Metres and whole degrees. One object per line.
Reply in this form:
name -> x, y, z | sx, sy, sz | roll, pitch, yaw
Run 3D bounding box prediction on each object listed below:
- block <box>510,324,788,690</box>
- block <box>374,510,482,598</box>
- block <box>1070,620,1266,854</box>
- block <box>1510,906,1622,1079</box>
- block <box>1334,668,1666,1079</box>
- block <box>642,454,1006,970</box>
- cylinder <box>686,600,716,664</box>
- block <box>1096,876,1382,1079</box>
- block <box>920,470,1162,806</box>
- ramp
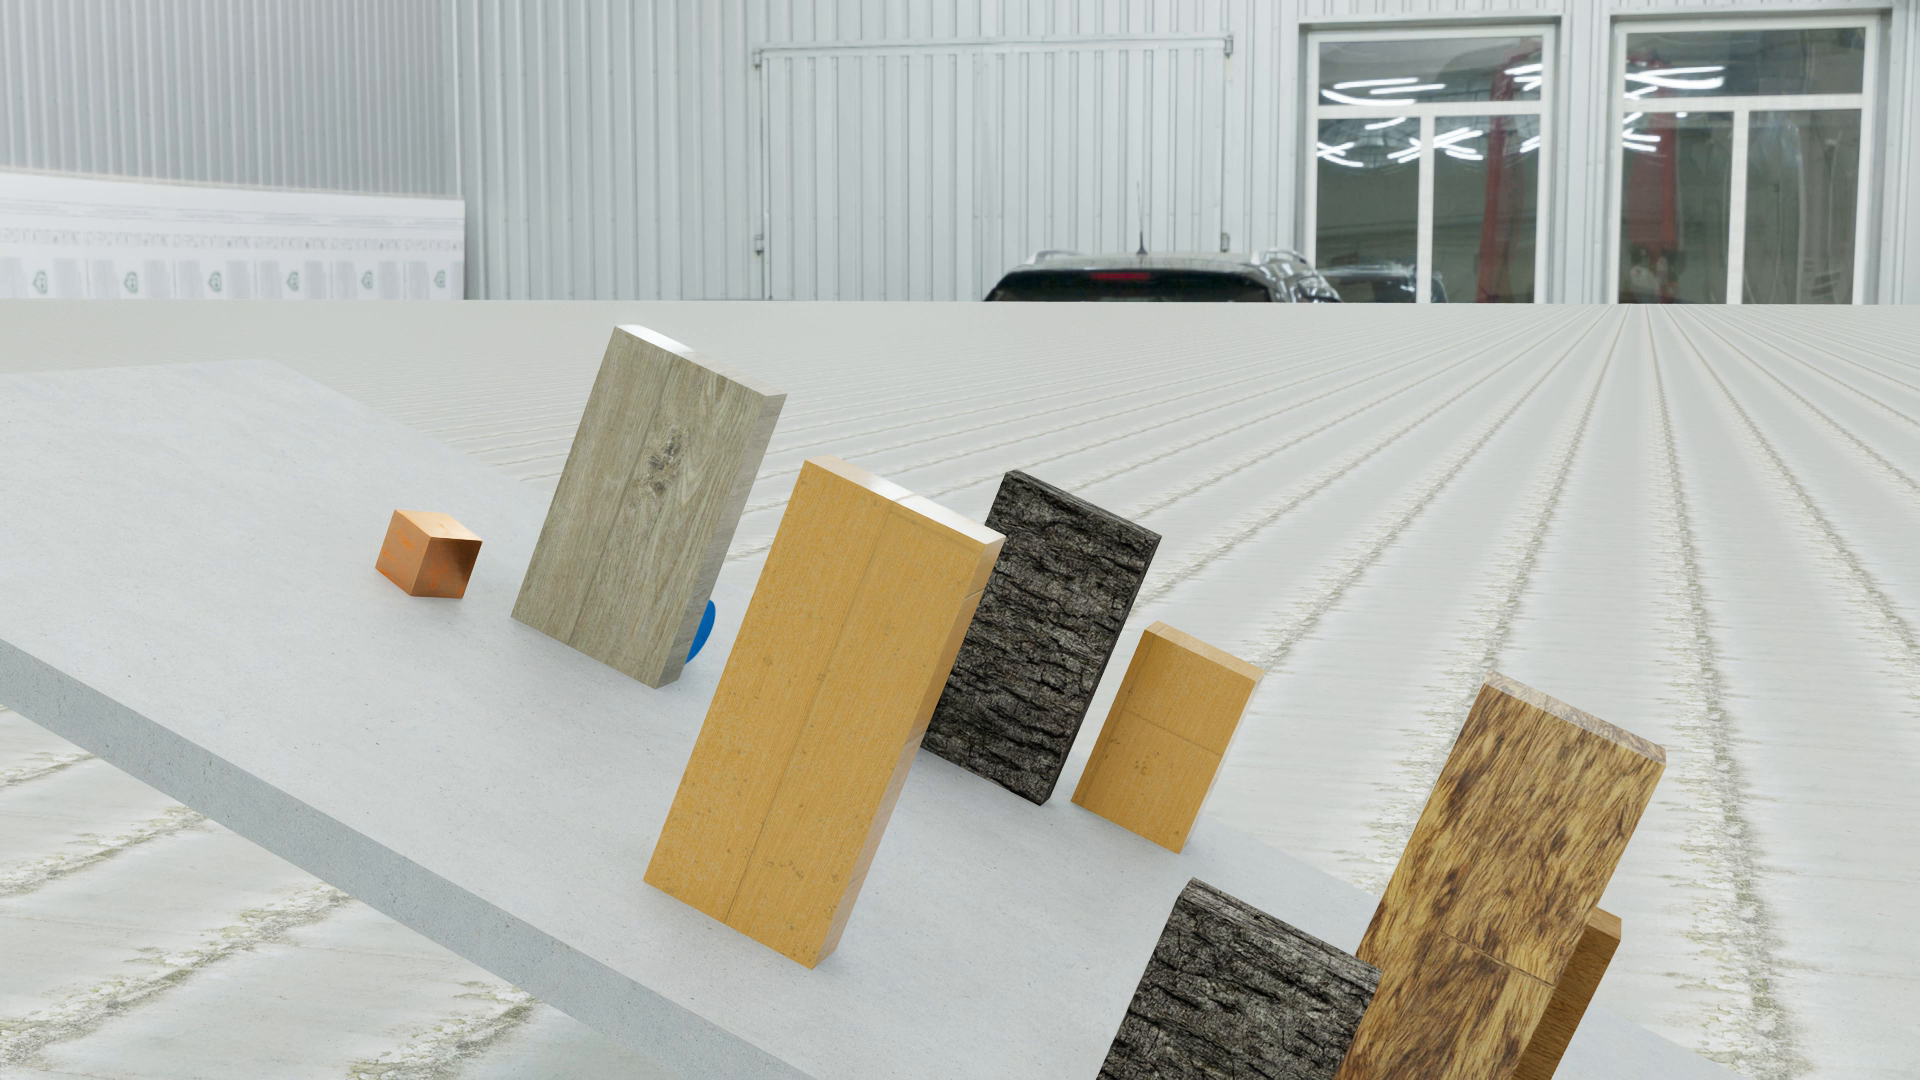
block -> -0.626, -0.068, 4.404 | 0.345, 0.638, 0.113 | 25, 13, 13
block -> -1.069, 0.029, 4.424 | 0.130, 0.130, 0.130 | 31, 16, 36
block -> 0.445, 0.420, 4.701 | 0.257, 0.413, 0.129 | 25, 13, 13
block -> 0.908, 0.797, 3.880 | 0.346, 0.436, 0.134 | 25, 13, 13
block -> 0.835, 0.639, 3.593 | 0.302, 0.795, 0.139 | 25, 13, 13
block -> -0.219, 0.271, 3.466 | 0.313, 0.742, 0.110 | 25, 13, 13
cylinder -> -0.618, 0.160, 4.581 | 0.155, 0.155, 0.155 | 27, 17, 20
block -> 0.352, 0.752, 3.058 | 0.288, 0.474, 0.100 | 25, 13, 13
block -> 0.143, 0.204, 4.616 | 0.340, 0.617, 0.083 | 25, 13, 13
ramp -> -0.299, 0.526, 4.190 | 4.000, 0.100, 2.000 | 25, 13, 13
